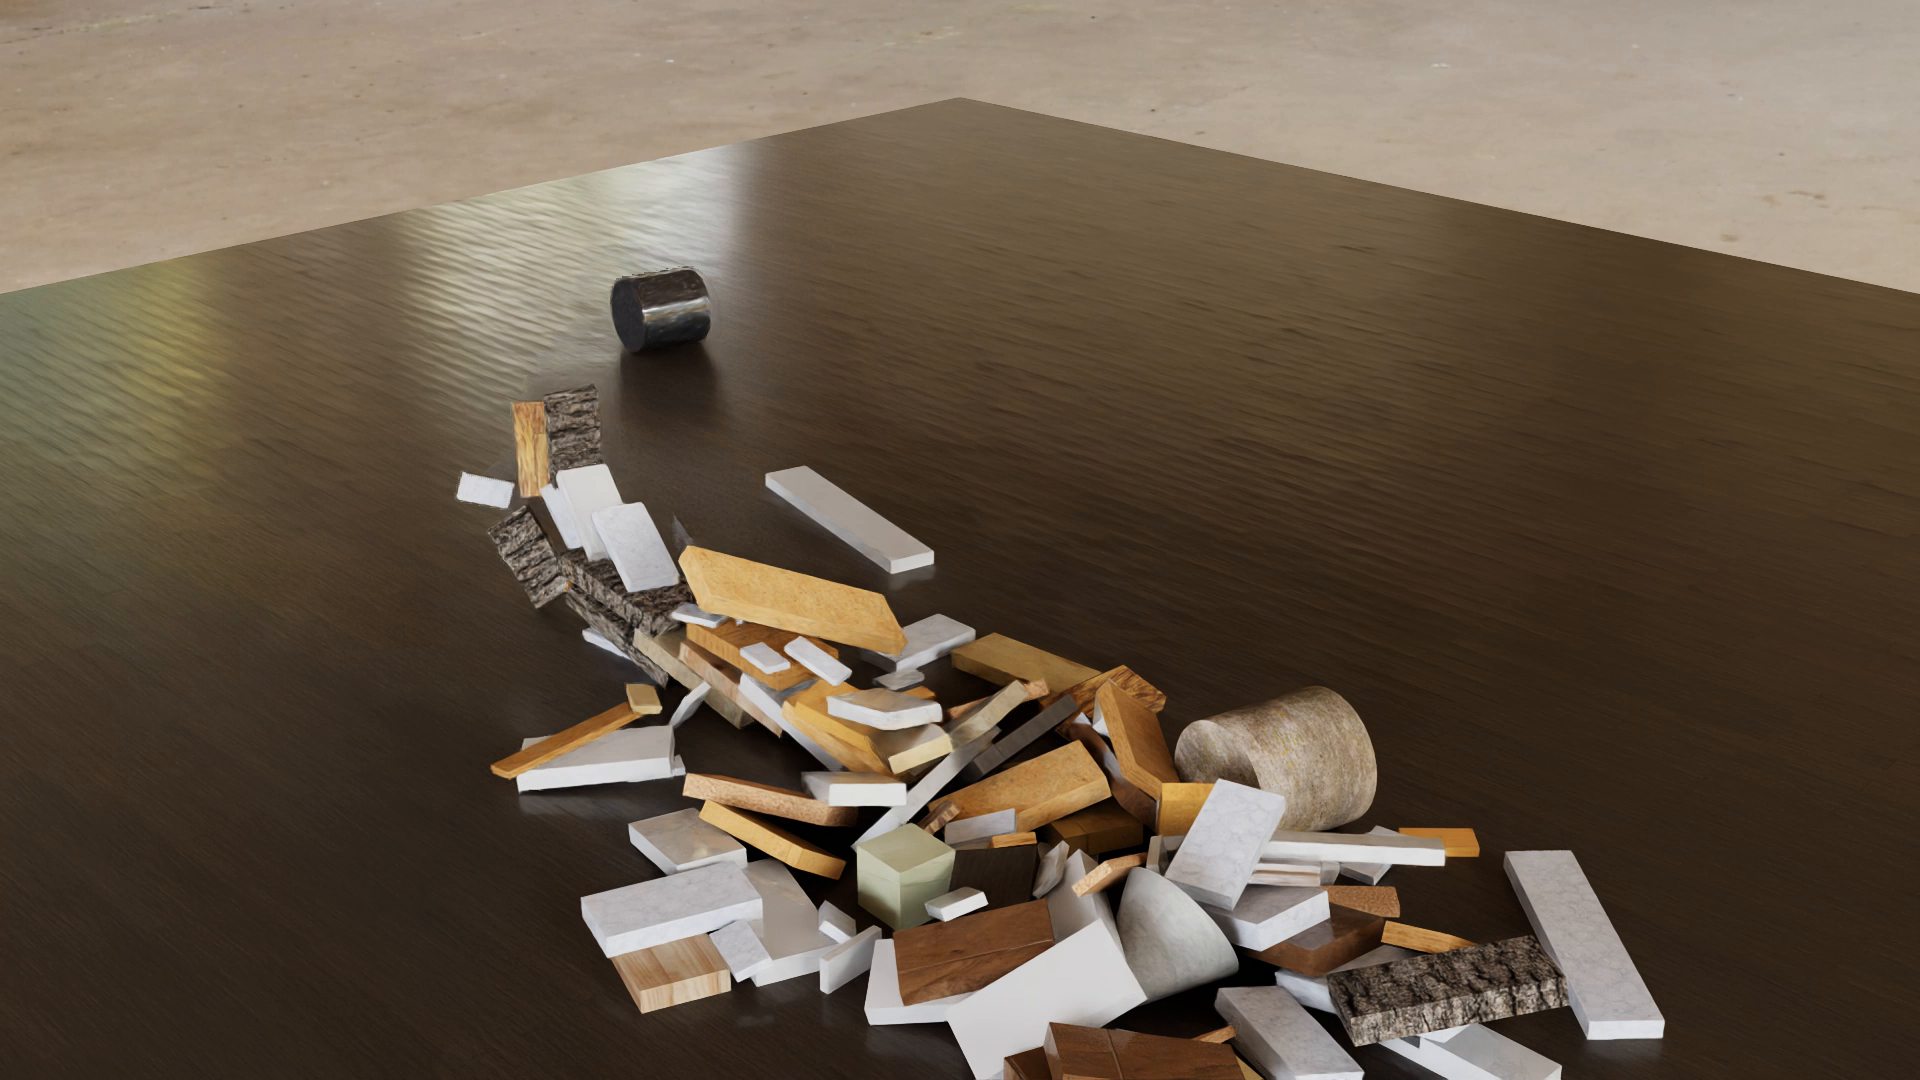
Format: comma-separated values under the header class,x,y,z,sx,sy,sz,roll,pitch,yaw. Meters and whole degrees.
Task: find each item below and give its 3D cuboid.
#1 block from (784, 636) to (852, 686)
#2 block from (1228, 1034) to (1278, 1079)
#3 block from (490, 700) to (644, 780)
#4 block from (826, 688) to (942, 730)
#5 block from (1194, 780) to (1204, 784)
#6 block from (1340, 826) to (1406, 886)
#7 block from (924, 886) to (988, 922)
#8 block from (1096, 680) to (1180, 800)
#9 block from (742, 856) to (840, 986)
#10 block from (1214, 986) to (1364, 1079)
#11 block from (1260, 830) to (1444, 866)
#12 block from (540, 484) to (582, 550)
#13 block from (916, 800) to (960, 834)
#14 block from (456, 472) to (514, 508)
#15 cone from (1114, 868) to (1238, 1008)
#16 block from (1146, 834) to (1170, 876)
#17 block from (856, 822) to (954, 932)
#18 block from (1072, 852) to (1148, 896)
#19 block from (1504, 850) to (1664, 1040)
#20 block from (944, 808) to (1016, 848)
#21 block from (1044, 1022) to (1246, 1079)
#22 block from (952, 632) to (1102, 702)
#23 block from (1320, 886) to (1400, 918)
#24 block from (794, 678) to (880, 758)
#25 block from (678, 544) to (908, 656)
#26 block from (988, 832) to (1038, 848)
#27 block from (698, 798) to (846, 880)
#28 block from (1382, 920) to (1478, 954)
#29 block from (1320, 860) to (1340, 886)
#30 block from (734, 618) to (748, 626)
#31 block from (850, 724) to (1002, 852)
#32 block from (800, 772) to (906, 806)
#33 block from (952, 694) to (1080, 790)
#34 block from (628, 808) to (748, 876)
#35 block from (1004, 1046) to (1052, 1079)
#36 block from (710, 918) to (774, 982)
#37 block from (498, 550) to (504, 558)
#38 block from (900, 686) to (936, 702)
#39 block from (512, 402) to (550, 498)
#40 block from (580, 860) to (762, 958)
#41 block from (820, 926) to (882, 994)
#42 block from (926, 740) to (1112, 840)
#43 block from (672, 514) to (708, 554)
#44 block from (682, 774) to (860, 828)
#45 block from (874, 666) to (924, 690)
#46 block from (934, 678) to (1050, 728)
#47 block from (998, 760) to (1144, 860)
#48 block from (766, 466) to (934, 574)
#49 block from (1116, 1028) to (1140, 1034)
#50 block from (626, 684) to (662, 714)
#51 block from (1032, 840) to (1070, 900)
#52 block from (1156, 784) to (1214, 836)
class,x,y,z,sx,sy,sz,roll,pitch,yaw
block,-0.302,0.257,4.664,0.143,0.016,0.055,33,36,20
block,0.514,0.861,3.707,0.066,0.019,0.135,-11,25,-24
block,-0.809,0.413,4.629,0.059,0.017,0.397,14,27,40
block,-0.155,0.343,4.470,0.125,0.035,0.250,-8,8,-31
block,0.463,0.535,4.288,0.017,0.122,0.061,2,20,13
block,0.805,0.611,4.266,0.073,0.021,0.146,17,37,34
block,-0.008,0.645,3.901,0.082,0.023,0.164,-20,-1,-12
block,0.358,0.407,4.389,0.134,0.038,0.301,35,19,-23
block,-0.355,0.699,4.055,0.164,0.047,0.328,-10,25,-23
block,0.548,0.836,3.688,0.131,0.037,0.263,4,20,-25
block,0.657,0.558,4.007,0.436,0.030,0.105,2,4,8
block,-0.908,-0.042,5.284,0.113,0.227,0.032,-24,-11,-18
block,-0.066,0.562,4.294,0.139,0.020,0.069,-39,9,-10
block,-1.144,-0.119,5.302,0.127,0.063,0.018,12,9,-34
cone,0.304,0.754,3.836,0.258,0.258,0.258,-42,40,-20
block,0.363,0.599,4.001,0.021,0.076,0.151,-13,10,11
block,-0.101,0.630,4.109,0.130,0.130,0.130,-18,29,-36
block,0.279,0.595,3.929,0.021,0.076,0.351,54,11,15
block,1.126,0.726,4.002,0.129,0.036,0.556,-1,23,-2
block,0.040,0.560,4.238,0.139,0.020,0.069,-13,29,9
block,0.296,0.843,3.493,0.307,0.043,0.153,9,17,-10
block,0.150,0.294,4.989,0.139,0.039,0.347,-21,27,-39
block,0.748,0.679,4.135,0.146,0.021,0.073,1,23,2
block,-0.205,0.375,4.584,0.250,0.035,0.125,26,35,15
block,-0.359,0.136,4.803,0.548,0.044,0.157,16,32,-41
block,0.091,0.598,4.170,0.082,0.164,0.023,-5,62,-11
block,-0.364,0.579,4.255,0.274,0.039,0.137,20,-5,39
block,0.860,0.715,3.818,0.131,0.037,0.263,5,-14,45
block,0.604,0.627,4.154,0.210,0.105,0.030,0,62,-1
block,-0.482,0.113,4.824,0.019,0.133,0.067,-9,13,32
block,-0.064,0.497,4.425,0.039,0.137,0.434,47,35,4
block,-0.212,0.487,4.313,0.148,0.042,0.341,1,-2,-13
block,0.112,0.416,4.489,0.268,0.134,0.038,-32,81,-30
block,-0.529,0.590,4.254,0.139,0.039,0.278,-11,15,-25
block,0.205,0.897,3.462,0.153,0.043,0.307,-10,25,-23
block,-0.389,0.728,3.907,0.069,0.020,0.138,-24,30,-16
block,-1.100,0.056,5.478,0.018,0.127,0.063,-34,25,12
block,-0.112,0.355,4.906,0.105,0.015,0.053,-14,27,-30
block,-1.014,-0.220,5.322,0.113,0.227,0.032,-5,0,-19
block,-0.525,0.670,4.009,0.295,0.042,0.148,-11,25,-24
block,-0.194,0.746,3.914,0.020,0.069,0.138,20,30,37
block,0.115,0.515,4.356,0.335,0.047,0.167,-22,25,-7
block,-0.598,0.024,4.932,0.019,0.067,0.261,-3,25,-23
block,-0.376,0.519,4.389,0.314,0.044,0.157,9,-4,21
block,-0.139,0.316,4.996,0.105,0.015,0.053,-16,28,-34
block,0.056,0.361,4.786,0.251,0.036,0.126,-15,-5,-32
block,0.218,0.531,4.421,0.167,0.047,0.349,-8,21,-19
block,-0.304,-0.062,5.860,0.126,0.036,0.709,-13,26,-28
block,0.318,0.862,3.706,0.132,0.019,0.066,8,24,18
block,-0.681,0.341,4.728,0.059,0.017,0.118,4,18,-18
block,0.166,0.604,4.027,0.017,0.060,0.121,42,24,-8
block,0.439,0.544,4.170,0.129,0.257,0.036,0,53,1
